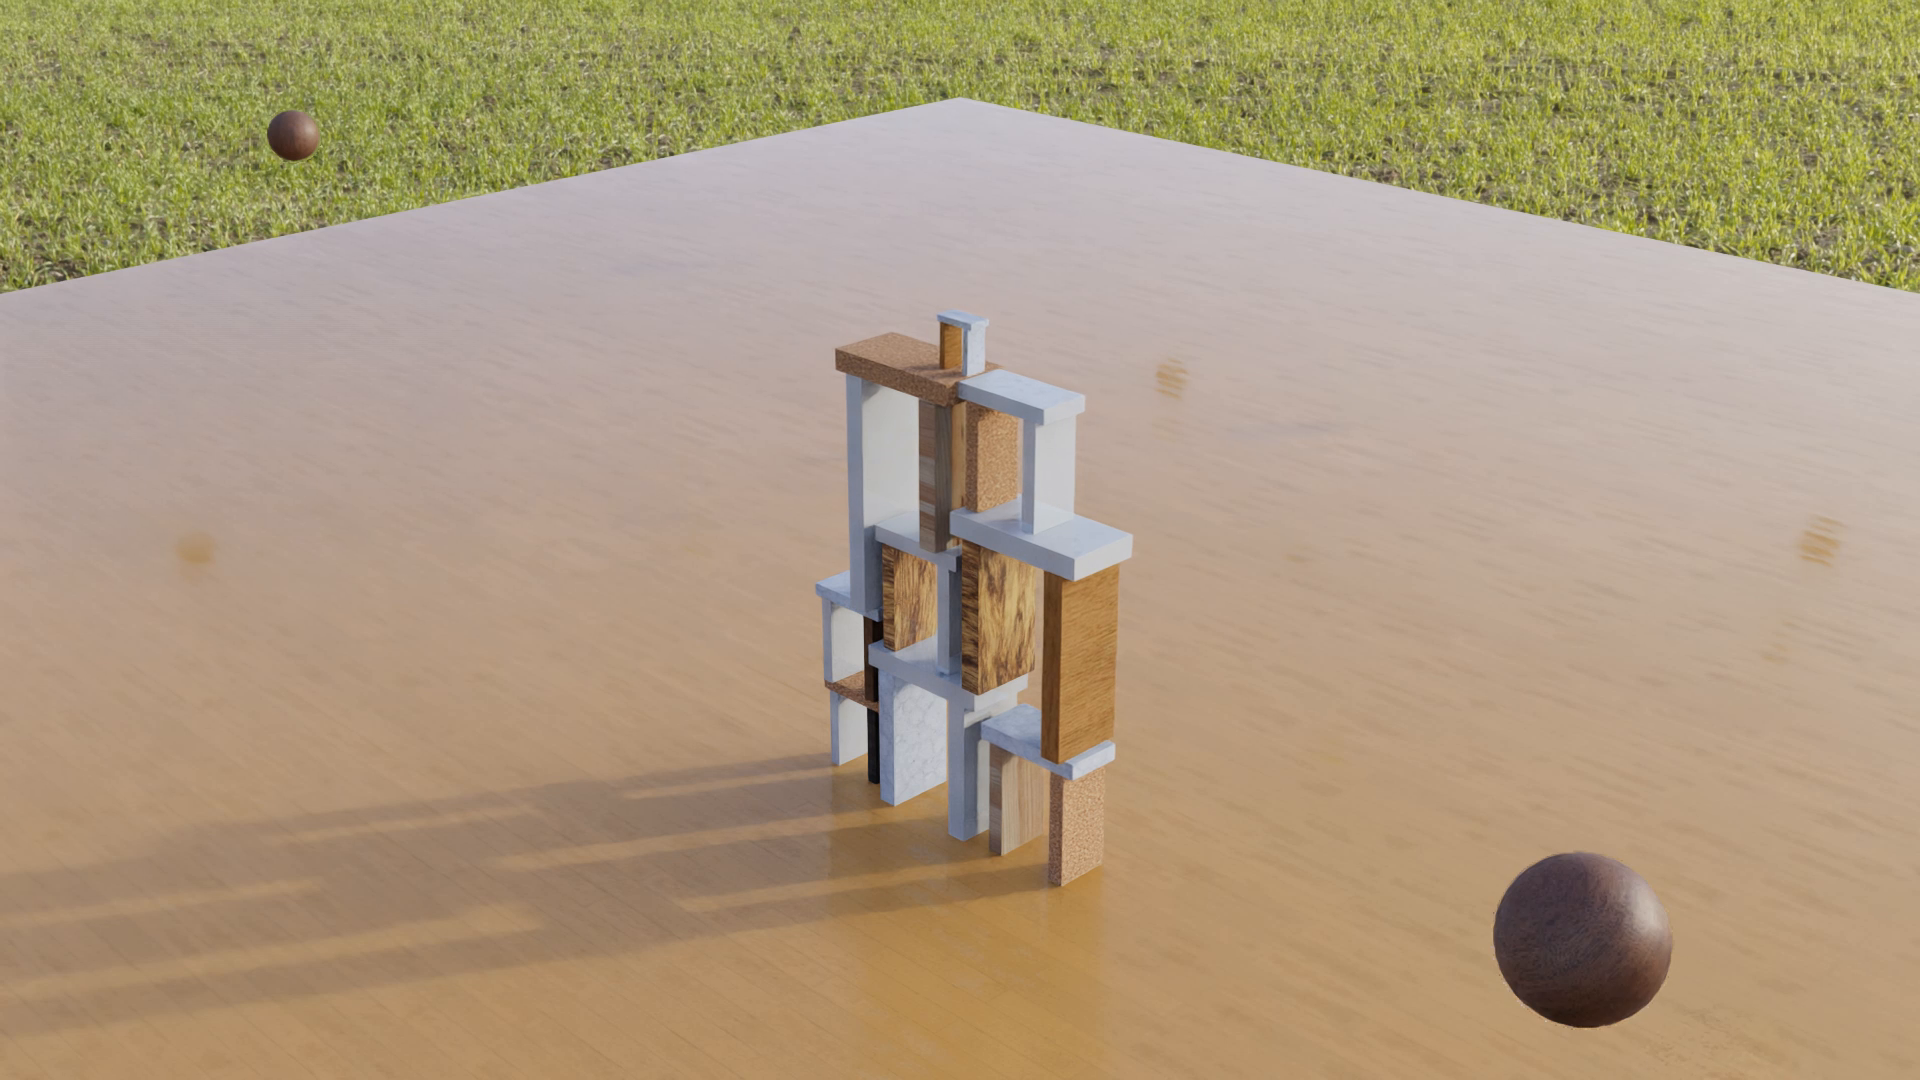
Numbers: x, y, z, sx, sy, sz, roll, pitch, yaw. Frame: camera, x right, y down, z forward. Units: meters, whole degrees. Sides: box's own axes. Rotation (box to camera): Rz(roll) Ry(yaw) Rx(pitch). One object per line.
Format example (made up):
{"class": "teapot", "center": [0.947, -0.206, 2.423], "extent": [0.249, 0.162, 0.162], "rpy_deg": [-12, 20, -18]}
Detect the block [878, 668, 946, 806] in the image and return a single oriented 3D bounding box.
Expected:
{"class": "block", "center": [-0.096, 0.379, 4.486], "extent": [0.042, 0.298, 0.149], "rpy_deg": [21, 31, 41]}

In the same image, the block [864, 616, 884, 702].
{"class": "block", "center": [-0.152, 0.229, 4.482], "extent": [0.027, 0.187, 0.094], "rpy_deg": [21, 31, 41]}

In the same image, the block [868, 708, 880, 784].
{"class": "block", "center": [-0.152, 0.414, 4.567], "extent": [0.024, 0.171, 0.086], "rpy_deg": [21, 31, 41]}

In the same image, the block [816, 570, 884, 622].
{"class": "block", "center": [-0.197, 0.113, 4.481], "extent": [0.187, 0.027, 0.094], "rpy_deg": [21, 31, 40]}

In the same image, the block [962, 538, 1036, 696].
{"class": "block", "center": [0.075, 0.125, 4.194], "extent": [0.044, 0.313, 0.157], "rpy_deg": [21, 31, 40]}

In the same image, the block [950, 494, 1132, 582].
{"class": "block", "center": [0.147, -0.011, 4.057], "extent": [0.313, 0.044, 0.157], "rpy_deg": [21, 31, 41]}

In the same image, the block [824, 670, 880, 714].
{"class": "block", "center": [-0.193, 0.308, 4.566], "extent": [0.171, 0.024, 0.086], "rpy_deg": [21, 31, 41]}

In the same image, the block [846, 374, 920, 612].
{"class": "block", "center": [-0.150, -0.108, 4.339], "extent": [0.043, 0.491, 0.151], "rpy_deg": [21, 31, 40]}

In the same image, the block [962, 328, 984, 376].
{"class": "block", "center": [0.025, -0.350, 4.055], "extent": [0.045, 0.090, 0.013], "rpy_deg": [-21, 31, -41]}

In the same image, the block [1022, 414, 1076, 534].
{"class": "block", "center": [0.162, -0.128, 4.001], "extent": [0.030, 0.215, 0.108], "rpy_deg": [21, 31, 41]}

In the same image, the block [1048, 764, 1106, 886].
{"class": "block", "center": [0.223, 0.531, 4.203], "extent": [0.034, 0.238, 0.119], "rpy_deg": [21, 31, 41]}

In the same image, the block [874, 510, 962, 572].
{"class": "block", "center": [-0.048, 0.000, 4.270], "extent": [0.113, 0.032, 0.226], "rpy_deg": [-21, 31, -41]}

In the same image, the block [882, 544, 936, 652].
{"class": "block", "center": [-0.101, 0.098, 4.369], "extent": [0.032, 0.226, 0.113], "rpy_deg": [21, 31, 41]}

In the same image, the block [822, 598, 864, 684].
{"class": "block", "center": [-0.241, 0.194, 4.563], "extent": [0.027, 0.187, 0.094], "rpy_deg": [21, 31, 41]}

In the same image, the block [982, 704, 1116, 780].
{"class": "block", "center": [0.167, 0.384, 4.202], "extent": [0.119, 0.034, 0.238], "rpy_deg": [-21, 31, -40]}

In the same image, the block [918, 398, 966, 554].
{"class": "block", "center": [-0.008, -0.139, 4.170], "extent": [0.151, 0.302, 0.043], "rpy_deg": [-21, 31, -40]}

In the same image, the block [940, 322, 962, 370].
{"class": "block", "center": [-0.017, -0.367, 4.095], "extent": [0.045, 0.090, 0.013], "rpy_deg": [-21, 31, -40]}

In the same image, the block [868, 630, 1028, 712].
{"class": "block", "center": [-0.025, 0.250, 4.355], "extent": [0.298, 0.042, 0.149], "rpy_deg": [21, 31, 41]}

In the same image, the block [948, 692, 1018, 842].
{"class": "block", "center": [0.045, 0.434, 4.357], "extent": [0.042, 0.298, 0.149], "rpy_deg": [21, 31, 41]}

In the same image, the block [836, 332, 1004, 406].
{"class": "block", "center": [-0.079, -0.326, 4.168], "extent": [0.302, 0.043, 0.151], "rpy_deg": [21, 31, 41]}

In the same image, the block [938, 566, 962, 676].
{"class": "block", "center": [0.008, 0.139, 4.273], "extent": [0.032, 0.226, 0.113], "rpy_deg": [21, 31, 40]}

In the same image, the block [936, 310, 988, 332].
{"class": "block", "center": [0.005, -0.406, 4.055], "extent": [0.045, 0.013, 0.090], "rpy_deg": [-21, 31, -41]}

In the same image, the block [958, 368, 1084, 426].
{"class": "block", "center": [0.111, -0.261, 3.999], "extent": [0.108, 0.030, 0.215], "rpy_deg": [-21, 31, -41]}

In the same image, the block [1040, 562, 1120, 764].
{"class": "block", "center": [0.222, 0.214, 4.071], "extent": [0.044, 0.381, 0.157], "rpy_deg": [21, 31, 40]}

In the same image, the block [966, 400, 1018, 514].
{"class": "block", "center": [0.060, -0.167, 4.094], "extent": [0.030, 0.215, 0.108], "rpy_deg": [21, 31, 40]}

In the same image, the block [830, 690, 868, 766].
{"class": "block", "center": [-0.233, 0.382, 4.641], "extent": [0.024, 0.171, 0.085], "rpy_deg": [21, 31, 41]}

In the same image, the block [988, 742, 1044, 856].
{"class": "block", "center": [0.111, 0.488, 4.306], "extent": [0.034, 0.239, 0.119], "rpy_deg": [21, 31, 41]}
